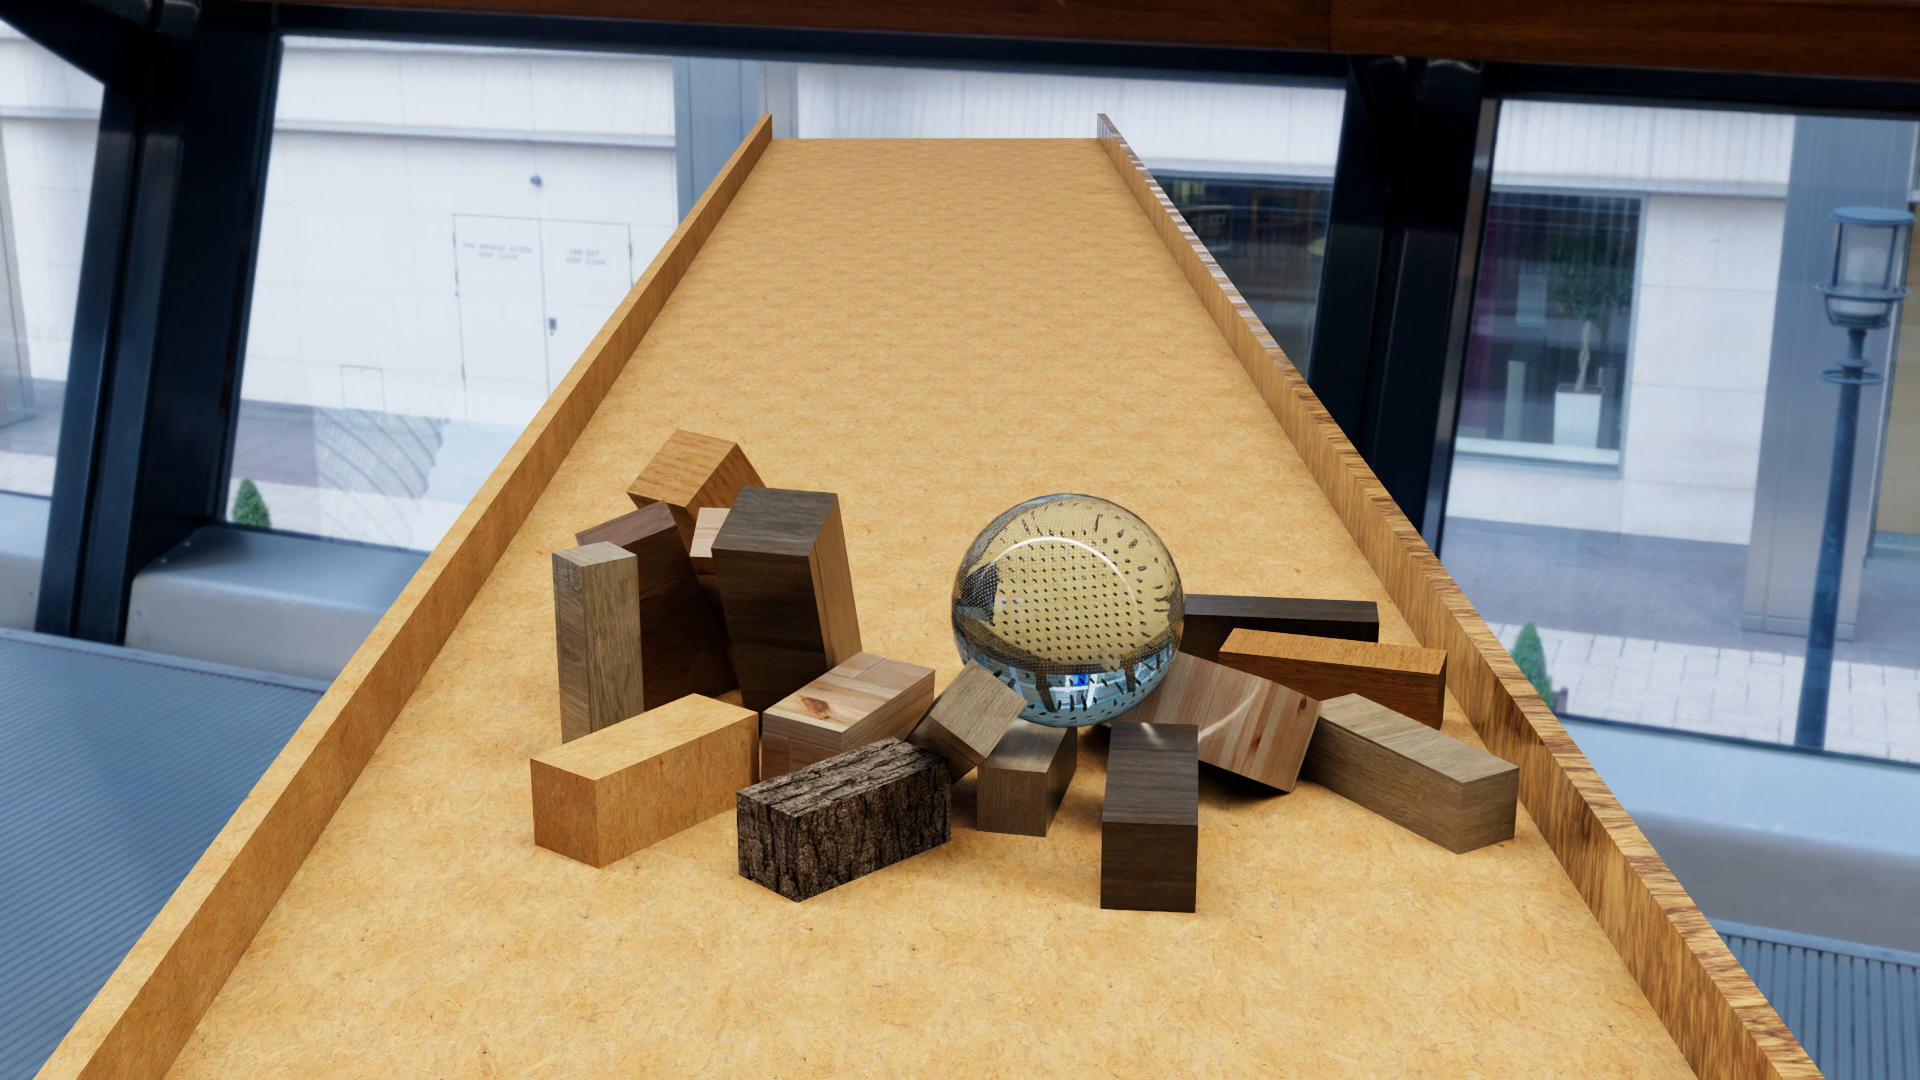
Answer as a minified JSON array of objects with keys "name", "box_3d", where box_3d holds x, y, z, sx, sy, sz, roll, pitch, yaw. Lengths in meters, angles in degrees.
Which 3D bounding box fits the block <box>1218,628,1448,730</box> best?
[{"name":"block","box_3d":[0.689,0.270,4.079,0.400,0.137,0.137,5,17,18]}]

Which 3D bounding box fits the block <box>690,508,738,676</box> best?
[{"name":"block","box_3d":[-0.408,0.107,4.162,0.106,0.439,0.106,2,57,8]}]

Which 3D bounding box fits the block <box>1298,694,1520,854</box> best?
[{"name":"block","box_3d":[0.747,0.388,3.704,0.125,0.125,0.399,-10,19,-30]}]

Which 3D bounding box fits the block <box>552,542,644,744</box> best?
[{"name":"block","box_3d":[-0.633,0.207,3.859,0.108,0.383,0.108,-12,21,-36]}]

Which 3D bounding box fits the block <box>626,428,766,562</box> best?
[{"name":"block","box_3d":[-0.446,0.010,4.366,0.170,0.460,0.170,14,57,39]}]

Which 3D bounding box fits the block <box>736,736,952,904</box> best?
[{"name":"block","box_3d":[-0.181,0.440,3.499,0.328,0.142,0.142,-16,23,-42]}]

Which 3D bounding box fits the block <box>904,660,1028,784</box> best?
[{"name":"block","box_3d":[-0.002,0.305,3.583,0.110,0.110,0.450,37,-15,1]}]

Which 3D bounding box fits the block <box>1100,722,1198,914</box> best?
[{"name":"block","box_3d":[0.306,0.435,3.512,0.144,0.144,0.415,2,17,6]}]

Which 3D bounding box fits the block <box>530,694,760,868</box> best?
[{"name":"block","box_3d":[-0.515,0.393,3.641,0.151,0.151,0.373,13,21,36]}]

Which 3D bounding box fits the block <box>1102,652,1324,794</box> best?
[{"name":"block","box_3d":[0.387,0.287,3.871,0.454,0.164,0.164,17,-5,44]}]

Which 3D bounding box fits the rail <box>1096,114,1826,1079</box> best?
[{"name":"rail","box_3d":[0.932,-0.844,7.801,0.050,0.150,12.000,0,17,-1]}]

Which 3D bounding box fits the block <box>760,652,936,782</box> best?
[{"name":"block","box_3d":[-0.192,0.332,3.828,0.152,0.152,0.340,12,20,24]}]

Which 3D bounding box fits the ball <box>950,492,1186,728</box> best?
[{"name":"ball","box_3d":[0.182,0.119,3.726,0.399,0.399,0.399,0,17,0]}]

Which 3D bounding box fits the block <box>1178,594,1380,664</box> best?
[{"name":"block","box_3d":[0.611,0.195,4.341,0.414,0.131,0.131,2,17,8]}]

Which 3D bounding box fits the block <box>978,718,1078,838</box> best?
[{"name":"block","box_3d":[0.117,0.386,3.730,0.114,0.114,0.302,4,17,12]}]

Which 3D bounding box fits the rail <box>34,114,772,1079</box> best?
[{"name":"rail","box_3d":[-1.118,-0.838,7.780,0.050,0.150,12.000,0,17,-1]}]

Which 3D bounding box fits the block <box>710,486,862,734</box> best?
[{"name":"block","box_3d":[-0.300,0.136,3.939,0.176,0.438,0.176,5,40,14]}]

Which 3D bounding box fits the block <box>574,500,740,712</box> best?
[{"name":"block","box_3d":[-0.567,0.132,4.117,0.180,0.341,0.180,-22,20,-8]}]
